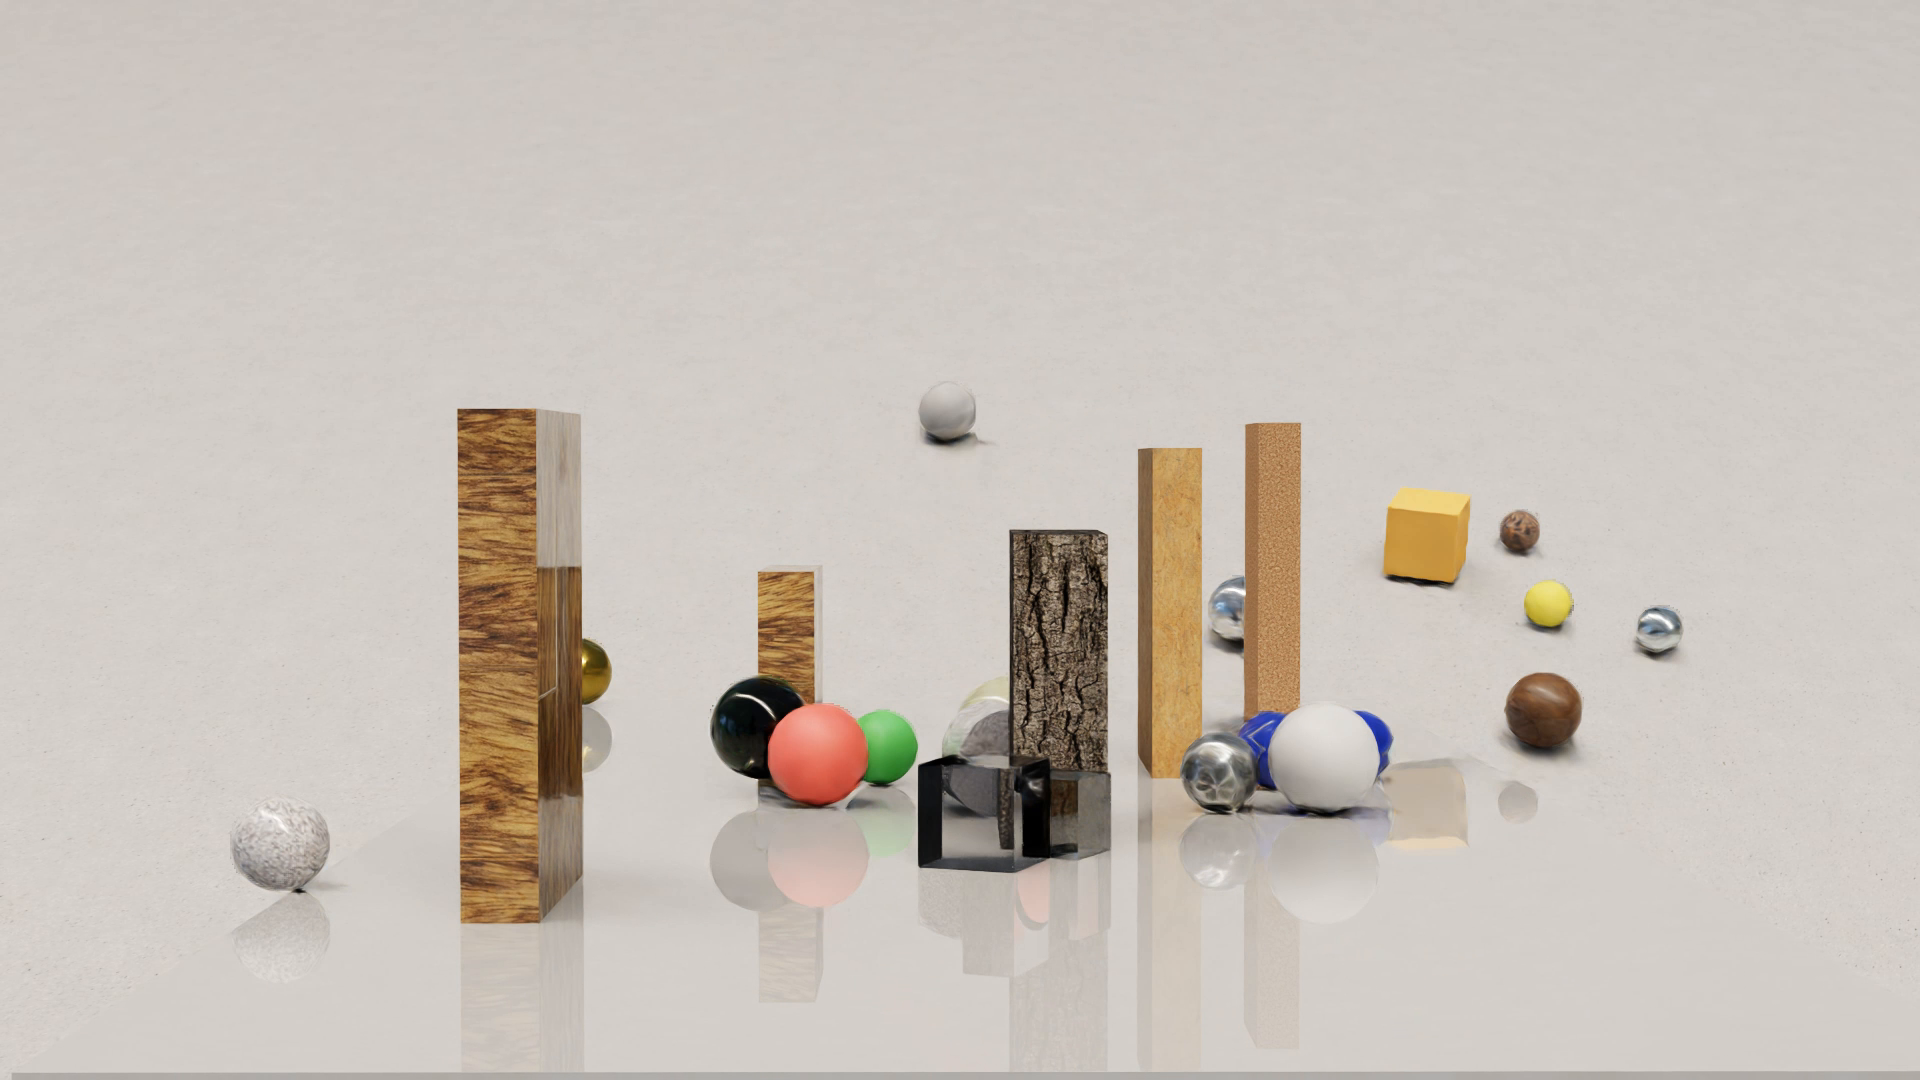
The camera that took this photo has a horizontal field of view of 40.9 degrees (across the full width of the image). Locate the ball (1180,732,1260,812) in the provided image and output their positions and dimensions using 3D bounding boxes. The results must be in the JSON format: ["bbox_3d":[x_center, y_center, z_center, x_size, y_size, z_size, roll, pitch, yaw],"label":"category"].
[{"bbox_3d":[0.450,0.401,4.459,0.138,0.138,0.138,0,25,0],"label":"ball"}]

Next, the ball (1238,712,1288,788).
[{"bbox_3d":[0.580,0.389,4.780,0.141,0.141,0.141,0,25,0],"label":"ball"}]

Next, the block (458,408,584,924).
[{"bbox_3d":[-0.604,0.160,3.571,0.103,0.674,0.403,0,2,0],"label":"block"}]

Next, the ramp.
[{"bbox_3d":[0.057,0.517,4.557,2.000,0.100,4.000,0,2,0],"label":"ramp"}]

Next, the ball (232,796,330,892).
[{"bbox_3d":[-0.963,0.430,3.654,0.136,0.136,0.136,0,25,0],"label":"ball"}]

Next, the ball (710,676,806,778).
[{"bbox_3d":[-0.363,0.342,4.695,0.186,0.186,0.186,0,25,0],"label":"ball"}]

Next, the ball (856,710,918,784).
[{"bbox_3d":[-0.149,0.390,4.839,0.138,0.138,0.138,0,25,0],"label":"ball"}]

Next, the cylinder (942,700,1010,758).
[{"bbox_3d":[0.071,0.378,4.526,0.179,0.179,0.179,-5,3,-10],"label":"cylinder"}]

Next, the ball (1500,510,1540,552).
[{"bbox_3d":[1.642,-0.026,7.558,0.119,0.119,0.119,0,25,0],"label":"ball"}]

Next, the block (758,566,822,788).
[{"bbox_3d":[-0.323,0.255,4.932,0.105,0.402,0.294,0,2,0],"label":"block"}]

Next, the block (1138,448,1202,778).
[{"bbox_3d":[0.414,0.134,5.113,0.093,0.631,0.403,0,2,0],"label":"block"}]

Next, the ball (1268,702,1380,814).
[{"bbox_3d":[0.625,0.375,4.433,0.191,0.191,0.191,0,25,0],"label":"ball"}]

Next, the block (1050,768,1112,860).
[{"bbox_3d":[0.153,0.423,3.990,0.122,0.122,0.122,1,2,28],"label":"block"}]

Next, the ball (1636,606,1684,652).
[{"bbox_3d":[1.893,0.242,6.975,0.126,0.126,0.126,0,25,0],"label":"ball"}]

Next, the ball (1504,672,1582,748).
[{"bbox_3d":[1.472,0.428,6.499,0.192,0.192,0.192,0,25,0],"label":"ball"}]

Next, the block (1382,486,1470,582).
[{"bbox_3d":[1.343,-0.017,7.412,0.201,0.201,0.201,8,20,19],"label":"block"}]

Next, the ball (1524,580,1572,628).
[{"bbox_3d":[1.622,0.176,7.114,0.128,0.128,0.128,0,25,0],"label":"ball"}]

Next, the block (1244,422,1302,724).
[{"bbox_3d":[0.701,0.084,5.789,0.093,0.690,0.263,0,2,0],"label":"block"}]

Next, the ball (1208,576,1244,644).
[{"bbox_3d":[0.765,0.191,7.017,0.183,0.183,0.183,0,25,0],"label":"ball"}]

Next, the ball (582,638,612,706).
[{"bbox_3d":[-0.948,0.328,6.397,0.169,0.169,0.169,0,25,0],"label":"ball"}]

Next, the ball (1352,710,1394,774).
[{"bbox_3d":[0.755,0.390,4.885,0.134,0.134,0.134,0,25,0],"label":"ball"}]

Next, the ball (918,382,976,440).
[{"bbox_3d":[-0.039,-0.414,8.306,0.188,0.188,0.188,0,25,0],"label":"ball"}]

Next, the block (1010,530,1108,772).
[{"bbox_3d":[0.159,0.232,4.234,0.149,0.490,0.334,0,2,0],"label":"block"}]

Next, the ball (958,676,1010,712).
[{"bbox_3d":[0.092,0.357,4.835,0.203,0.203,0.203,0,25,0],"label":"ball"}]

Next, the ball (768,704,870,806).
[{"bbox_3d":[-0.250,0.378,4.539,0.179,0.179,0.179,0,25,0],"label":"ball"}]

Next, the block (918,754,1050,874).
[{"bbox_3d":[0.037,0.410,3.886,0.154,0.154,0.154,1,2,22],"label":"block"}]
